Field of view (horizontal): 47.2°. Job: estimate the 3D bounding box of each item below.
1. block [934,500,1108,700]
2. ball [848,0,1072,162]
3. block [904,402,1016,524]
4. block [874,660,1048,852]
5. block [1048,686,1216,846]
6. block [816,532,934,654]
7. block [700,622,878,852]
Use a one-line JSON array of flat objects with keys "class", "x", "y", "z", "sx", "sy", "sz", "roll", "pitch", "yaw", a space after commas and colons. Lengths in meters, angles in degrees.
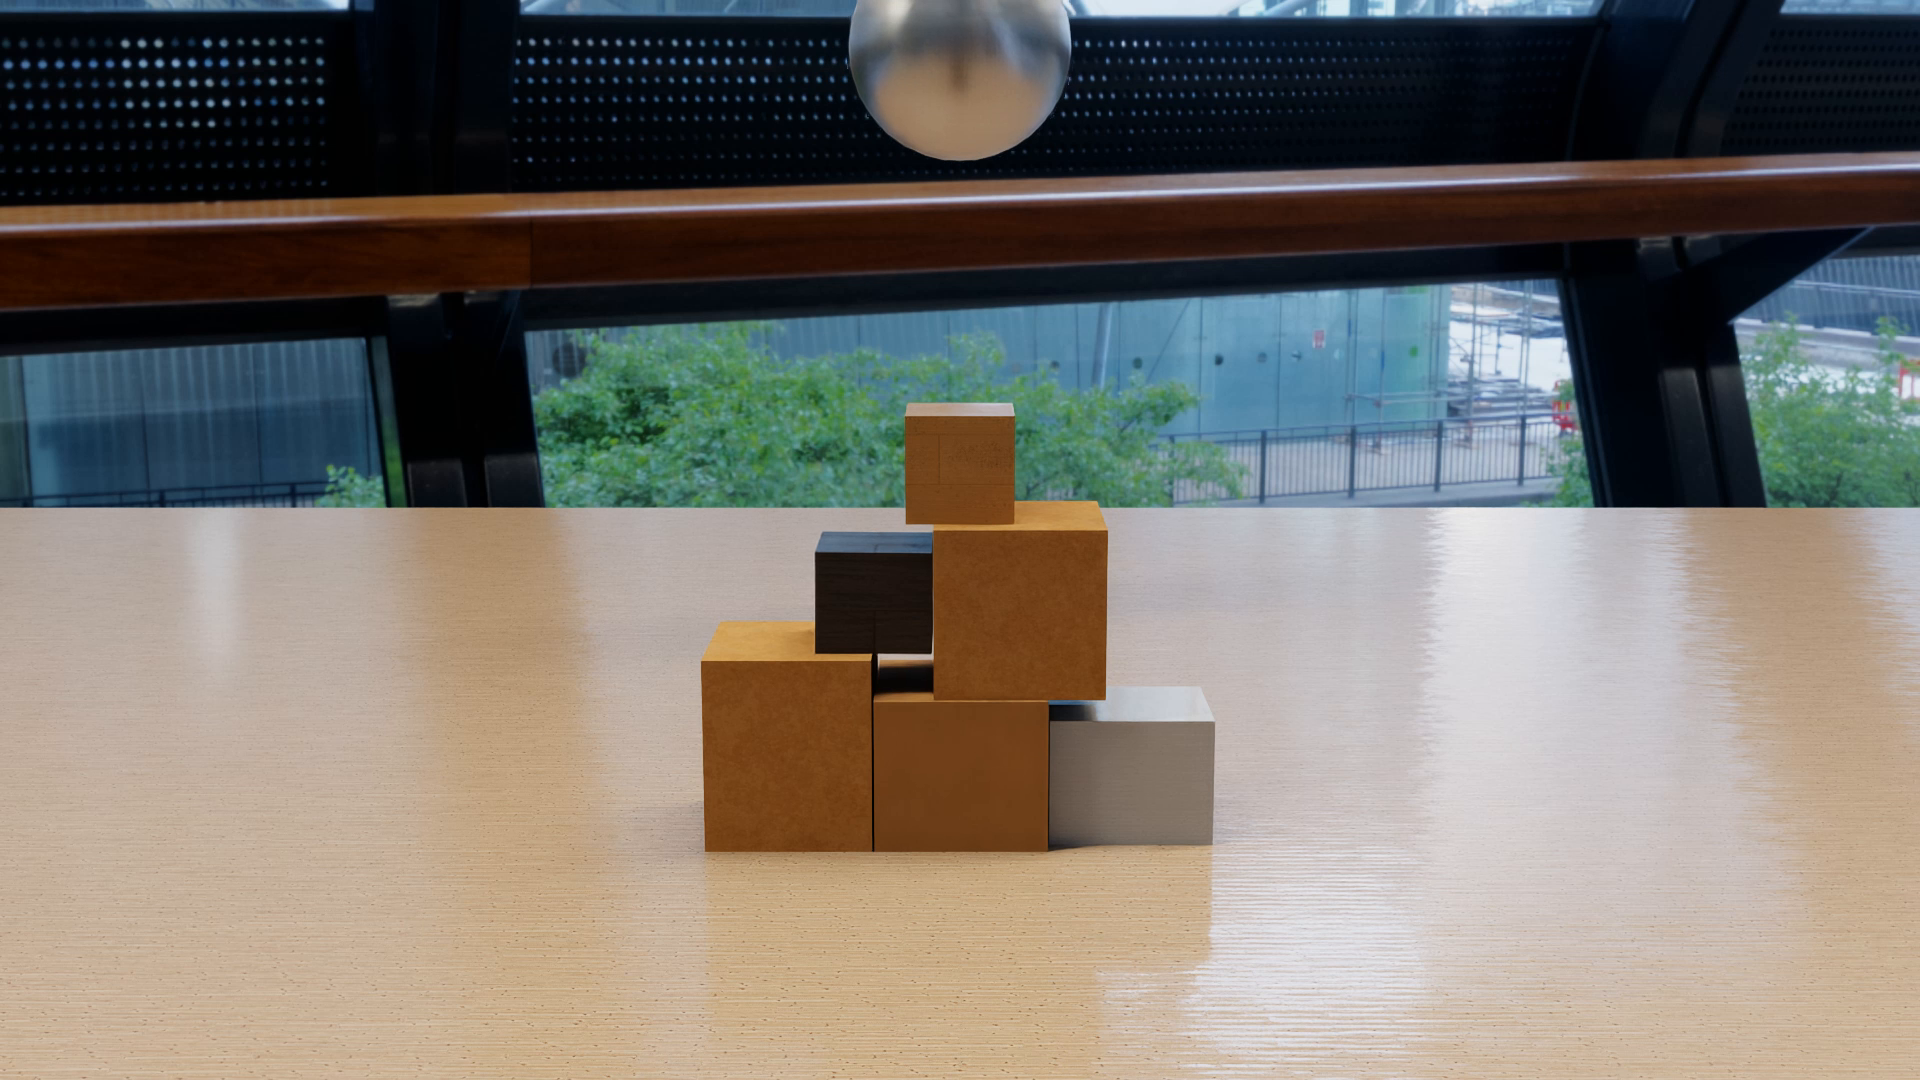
[{"class": "block", "x": 0.296, "y": 0.294, "z": 11.247, "sx": 0.853, "sy": 0.855, "sz": 0.889, "roll": 0, "pitch": 10, "yaw": 0}, {"class": "ball", "x": 0.000, "y": -3.517, "z": 15.729, "sx": 1.600, "sy": 1.600, "sz": 1.600, "roll": 0, "pitch": 10, "yaw": 0}, {"class": "block", "x": 0.000, "y": -0.392, "z": 11.122, "sx": 0.540, "sy": 0.540, "sz": 0.553, "roll": 0, "pitch": 10, "yaw": 0}, {"class": "block", "x": 0.006, "y": 1.099, "z": 11.365, "sx": 0.867, "sy": 0.771, "sz": 0.897, "roll": 0, "pitch": 10, "yaw": 0}, {"class": "block", "x": 0.862, "y": 1.159, "z": 11.388, "sx": 0.826, "sy": 0.645, "sz": 0.710, "roll": 0, "pitch": 10, "yaw": 0}, {"class": "block", "x": -0.429, "y": 0.263, "z": 11.210, "sx": 0.582, "sy": 0.513, "sz": 0.586, "roll": 1, "pitch": 10, "yaw": 0}, {"class": "block", "x": -0.856, "y": 0.996, "z": 11.351, "sx": 0.837, "sy": 0.980, "sz": 0.908, "roll": 0, "pitch": 10, "yaw": 0}]
